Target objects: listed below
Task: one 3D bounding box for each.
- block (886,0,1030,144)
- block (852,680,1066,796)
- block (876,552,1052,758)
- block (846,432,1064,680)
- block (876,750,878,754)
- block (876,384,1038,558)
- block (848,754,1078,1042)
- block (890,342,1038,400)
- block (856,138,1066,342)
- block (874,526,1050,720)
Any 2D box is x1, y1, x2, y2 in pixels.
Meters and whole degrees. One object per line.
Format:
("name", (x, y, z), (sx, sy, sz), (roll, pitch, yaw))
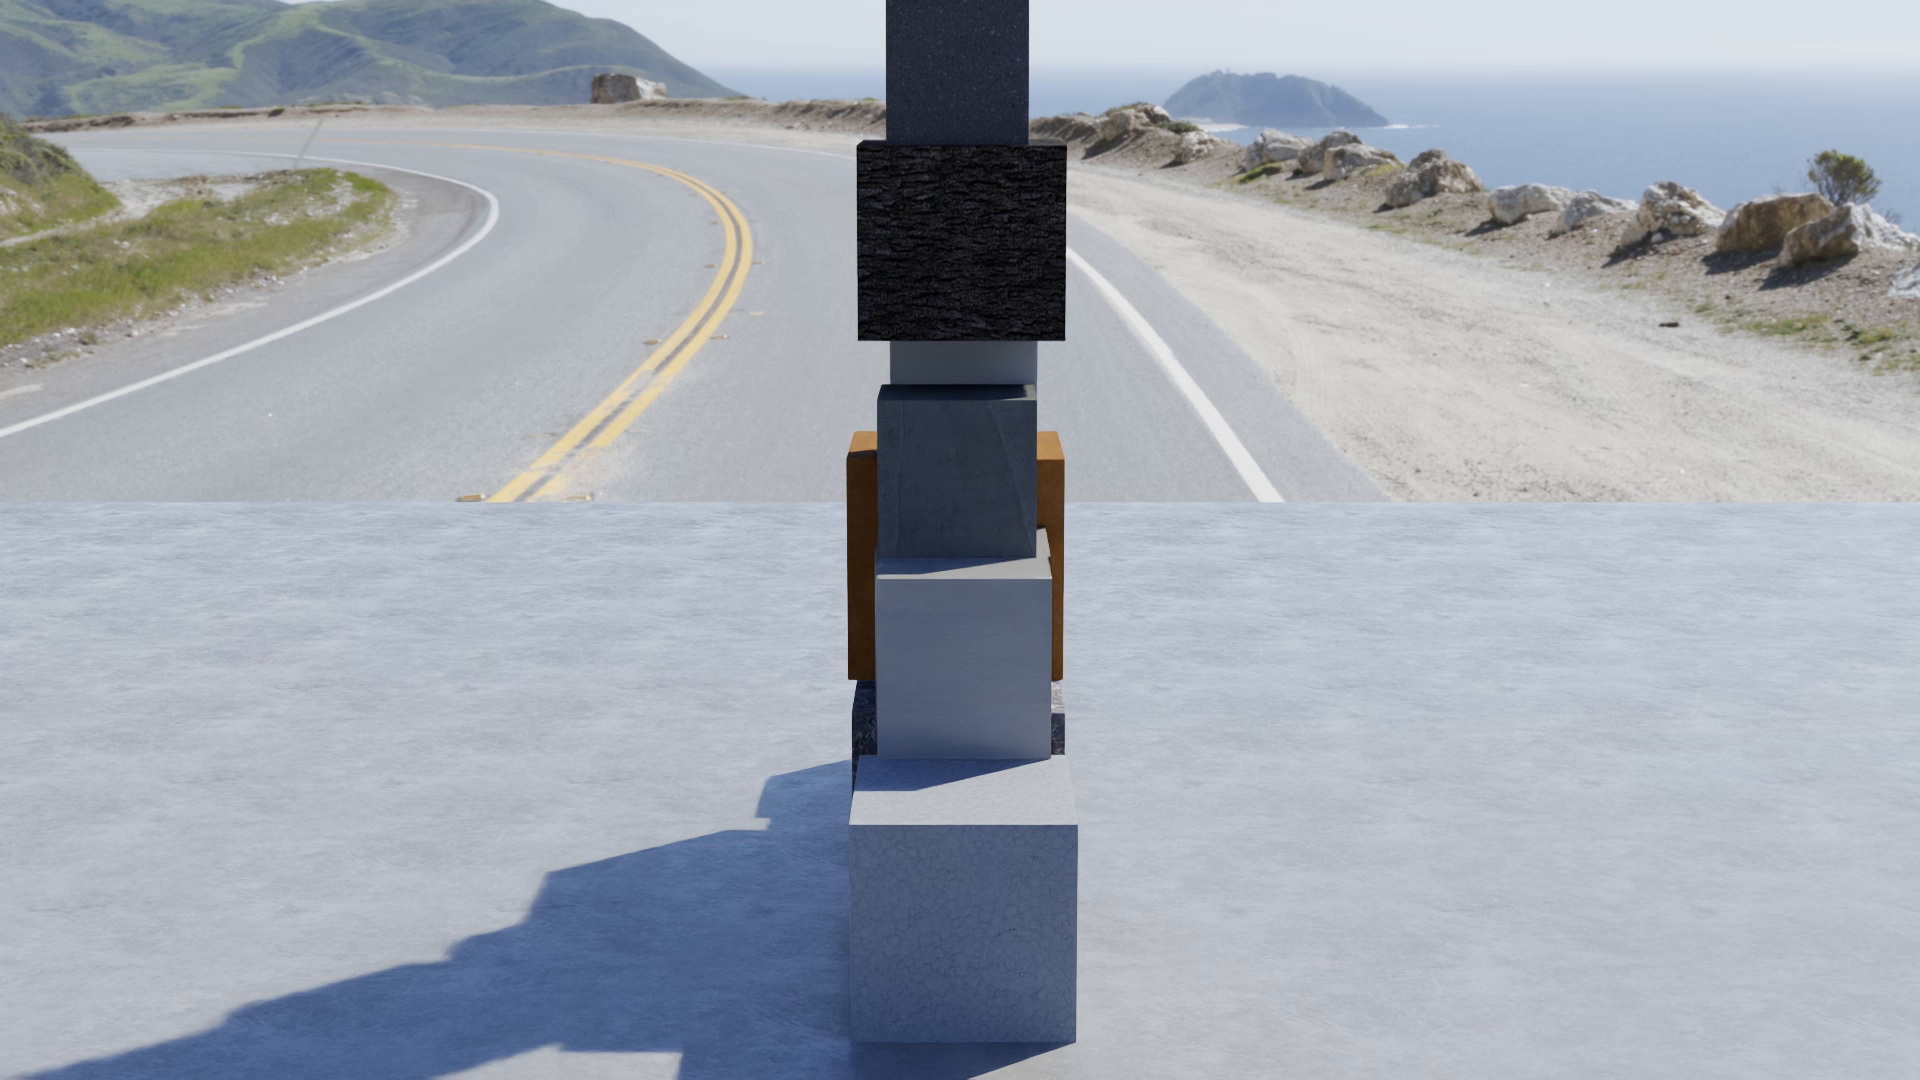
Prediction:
("block", (-0.010, -1.982, 10.801), (0.587, 0.608, 0.570), (0, 11, 0))
("block", (-0.007, 1.055, 11.483), (0.911, 0.815, 0.946), (0, 10, 0))
("block", (0.017, 0.458, 10.428), (0.687, 0.723, 0.663), (0, 9, 0))
("block", (-0.020, 0.054, 11.905), (0.968, 1.004, 0.910), (0, 10, 0))
("block", (-0.003, 1.282, 10.670), (0.708, 0.660, 0.713), (0, 10, 0))
("block", (-0.012, -0.299, 10.798), (0.652, 0.651, 0.626), (0, 9, 0))
("block", (0.013, 1.350, 9.820), (0.828, 0.829, 0.964), (0, 10, 0))
("block", (0.016, -0.665, 11.380), (0.635, 0.597, 0.638), (0, 11, 0))
("block", (0.007, -1.290, 10.935), (0.861, 0.802, 0.756), (0, 11, 0))
("block", (0.011, 0.349, 11.120), (0.736, 0.705, 0.724), (0, 10, 0))
